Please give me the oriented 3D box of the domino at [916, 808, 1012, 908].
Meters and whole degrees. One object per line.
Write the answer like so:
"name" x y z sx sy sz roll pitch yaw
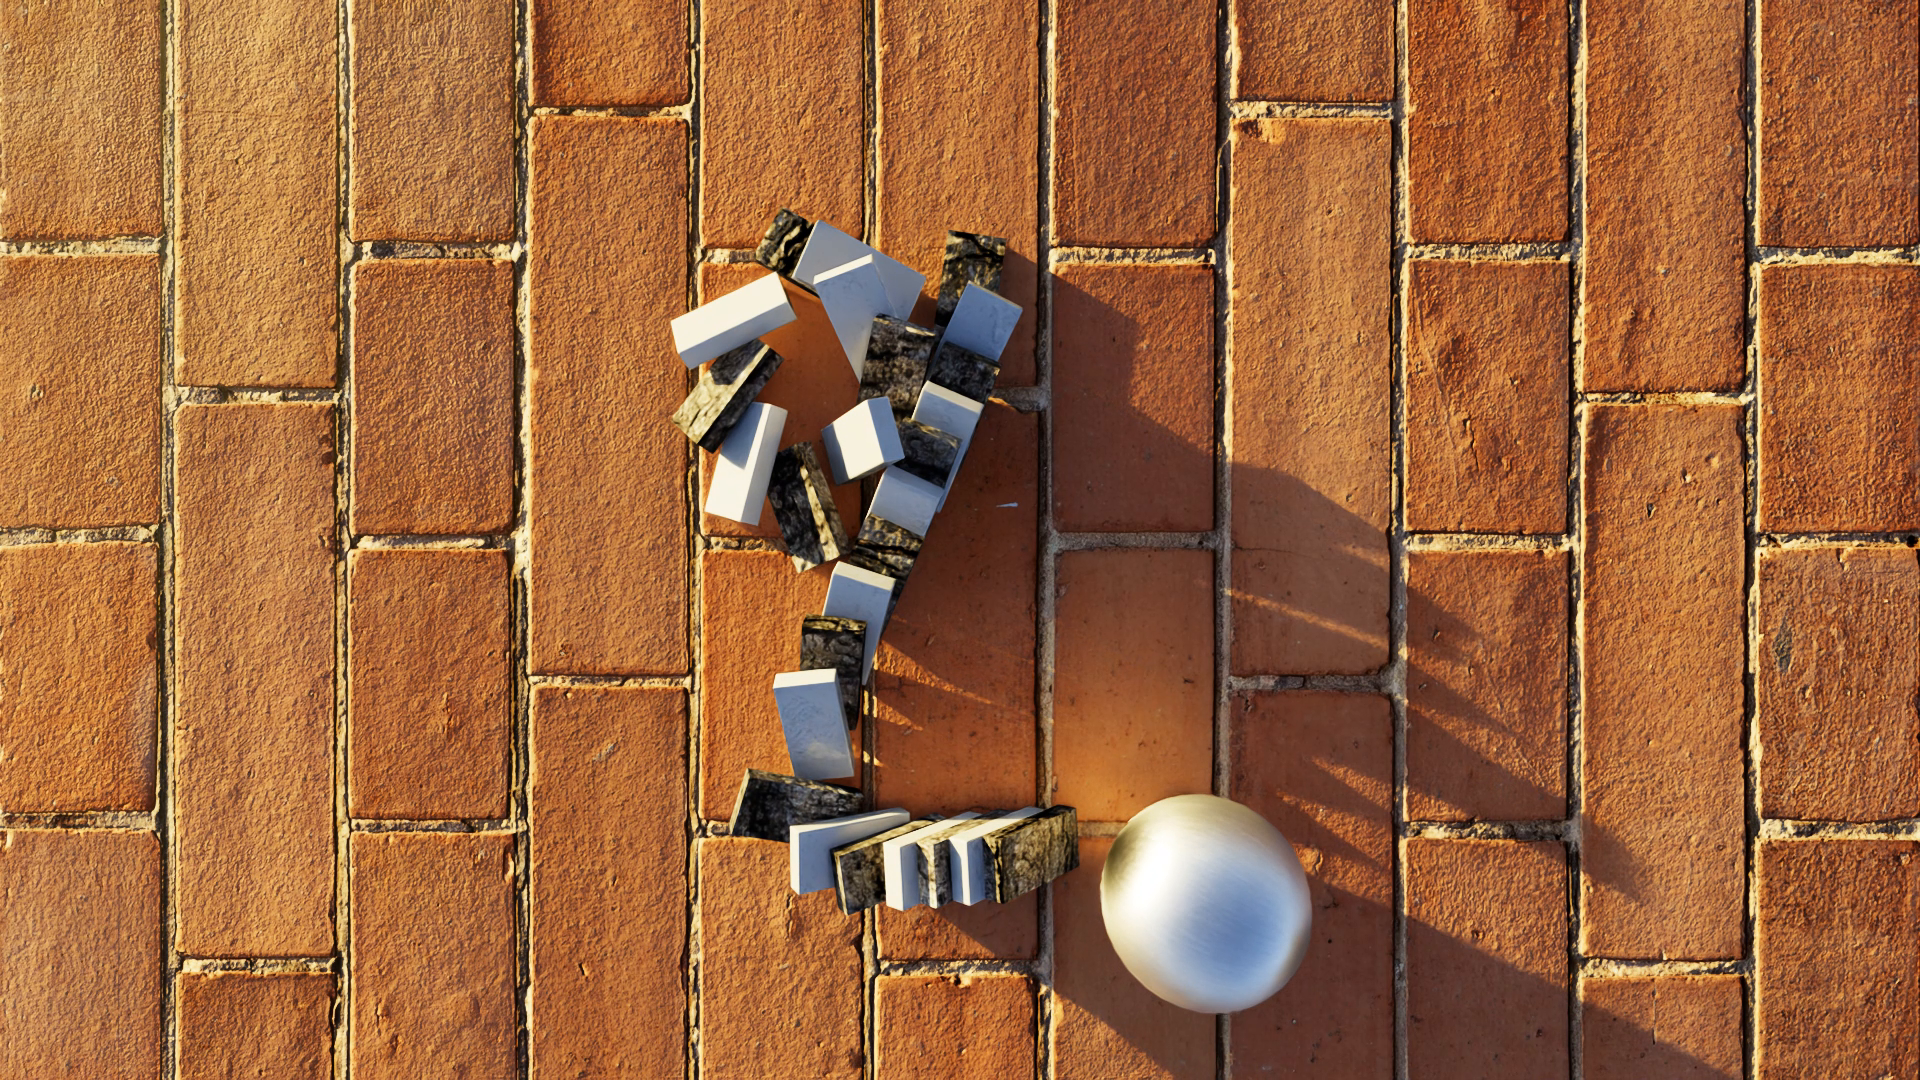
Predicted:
"domino" 0.004 0.130 0.379 0.010 0.050 0.025 -3 90 44

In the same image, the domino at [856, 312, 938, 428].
"domino" -0.028 -0.066 0.383 0.025 0.009 0.050 17 123 0

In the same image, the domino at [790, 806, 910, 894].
"domino" -0.045 0.129 0.383 0.050 0.009 0.025 -1 91 -30

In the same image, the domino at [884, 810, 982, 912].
"domino" -0.009 0.132 0.379 0.010 0.050 0.025 -3 90 44

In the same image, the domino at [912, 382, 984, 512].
"domino" -0.011 -0.038 0.382 0.025 0.010 0.050 23 122 0

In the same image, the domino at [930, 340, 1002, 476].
"domino" -0.003 -0.055 0.384 0.025 0.009 0.050 22 117 0

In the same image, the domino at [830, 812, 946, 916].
"domino" -0.028 0.134 0.382 0.050 0.009 0.025 -10 95 -30

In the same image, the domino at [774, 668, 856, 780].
"domino" -0.060 0.078 0.384 0.025 0.010 0.050 -6 117 1

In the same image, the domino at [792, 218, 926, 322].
"domino" -0.042 -0.110 0.384 0.050 0.009 0.025 23 92 -20

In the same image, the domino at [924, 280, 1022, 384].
"domino" 0.004 -0.080 0.385 0.025 0.009 0.050 25 111 -6

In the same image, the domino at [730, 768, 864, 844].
"domino" -0.068 0.114 0.386 0.050 0.009 0.025 17 94 -21

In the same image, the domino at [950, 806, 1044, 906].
"domino" 0.017 0.129 0.379 0.009 0.050 0.025 -3 90 44

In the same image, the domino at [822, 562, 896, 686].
"domino" -0.045 0.035 0.384 0.025 0.010 0.050 17 119 0

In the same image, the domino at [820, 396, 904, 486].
"domino" -0.041 -0.040 0.376 0.009 0.050 0.025 -15 90 -30

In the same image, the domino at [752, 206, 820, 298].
"domino" -0.060 -0.119 0.395 0.050 0.010 0.025 30 90 0

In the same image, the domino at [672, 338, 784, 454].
"domino" -0.099 -0.064 0.389 0.025 0.010 0.050 37 90 38

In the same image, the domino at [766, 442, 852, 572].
"domino" -0.066 -0.014 0.389 0.025 0.009 0.050 -21 90 32

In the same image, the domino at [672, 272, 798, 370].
"domino" -0.096 -0.093 0.388 0.050 0.010 0.025 -25 49 0

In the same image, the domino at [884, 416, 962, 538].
"domino" -0.020 -0.024 0.381 0.025 0.009 0.050 22 122 0

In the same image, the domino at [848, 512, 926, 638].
"domino" -0.036 0.016 0.384 0.025 0.009 0.050 25 119 0

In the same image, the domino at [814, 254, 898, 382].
"domino" -0.038 -0.089 0.380 0.025 0.009 0.050 -19 124 8

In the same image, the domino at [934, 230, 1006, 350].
"domino" 0.004 -0.106 0.395 0.025 0.010 0.050 9 90 0

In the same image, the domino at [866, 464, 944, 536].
"domino" -0.027 -0.004 0.383 0.025 0.009 0.050 25 122 0

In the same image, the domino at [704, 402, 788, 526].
"domino" -0.091 -0.033 0.389 0.025 0.010 0.050 15 90 38

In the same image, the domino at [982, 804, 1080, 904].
"domino" 0.030 0.129 0.379 0.009 0.050 0.025 -3 90 44

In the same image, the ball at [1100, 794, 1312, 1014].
"ball" 0.096 0.141 0.360 0.080 0.080 0.080 0 90 0

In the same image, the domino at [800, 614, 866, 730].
"domino" -0.054 0.056 0.384 0.025 0.010 0.050 8 118 0
